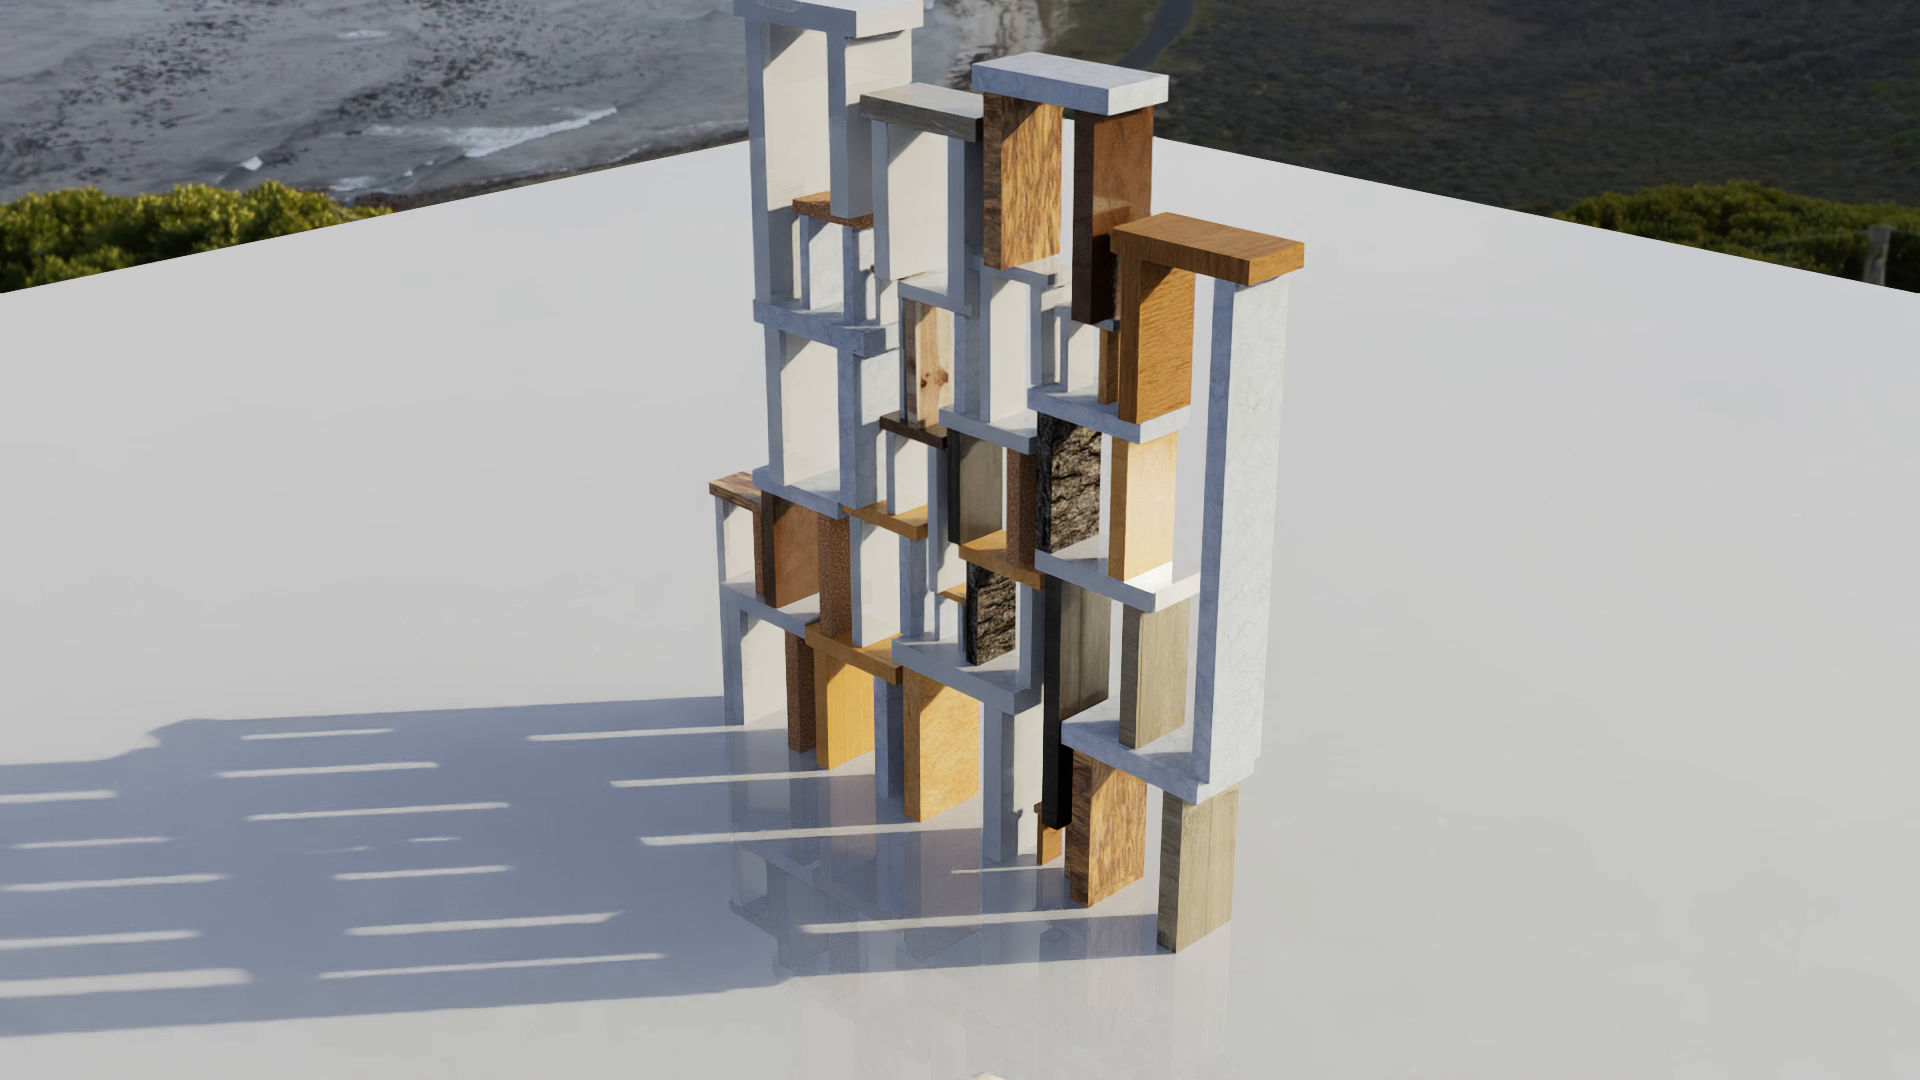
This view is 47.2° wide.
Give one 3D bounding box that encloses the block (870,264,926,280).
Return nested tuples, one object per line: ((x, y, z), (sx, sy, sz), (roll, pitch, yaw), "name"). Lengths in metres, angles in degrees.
((-0.115, -0.506, 4.137), (0.050, 0.014, 0.101), (-21, 31, -39), "block")

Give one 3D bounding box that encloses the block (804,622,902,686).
((-0.177, 0.217, 4.505), (0.272, 0.039, 0.136), (21, 31, 40), "block")

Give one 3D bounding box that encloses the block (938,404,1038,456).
((0.082, -0.214, 4.043), (0.229, 0.032, 0.114), (21, 31, 40), "block")

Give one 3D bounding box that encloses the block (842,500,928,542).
((-0.121, -0.056, 4.331), (0.107, 0.030, 0.213), (-21, 31, -40), "block")

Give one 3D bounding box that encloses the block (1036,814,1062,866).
((0.174, 0.573, 4.272), (0.054, 0.109, 0.015), (-21, 31, -41), "block")

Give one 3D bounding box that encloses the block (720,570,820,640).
((-0.370, 0.130, 4.689), (0.279, 0.040, 0.140), (21, 31, 41), "block")

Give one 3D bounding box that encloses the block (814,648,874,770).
((-0.241, 0.334, 4.625), (0.039, 0.272, 0.136), (21, 31, 41), "block")

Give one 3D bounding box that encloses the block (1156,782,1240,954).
((0.432, 0.575, 3.995), (0.046, 0.321, 0.161), (21, 31, 41), "block")

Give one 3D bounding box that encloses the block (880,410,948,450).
((-0.063, -0.215, 4.200), (0.171, 0.024, 0.085), (21, 31, 40), "block")

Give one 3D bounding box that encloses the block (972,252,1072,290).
((0.119, -0.482, 3.883), (0.091, 0.026, 0.182), (-22, 31, -40), "block")

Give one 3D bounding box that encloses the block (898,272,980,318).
((-0.014, -0.453, 4.044), (0.190, 0.027, 0.095), (22, 31, 40), "block")

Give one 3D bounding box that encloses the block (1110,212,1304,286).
((0.401, -0.476, 3.581), (0.287, 0.041, 0.144), (21, 31, 40), "block")

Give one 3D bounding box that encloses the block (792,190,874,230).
((-0.222, -0.630, 4.196), (0.186, 0.026, 0.093), (21, 30, 40), "block")

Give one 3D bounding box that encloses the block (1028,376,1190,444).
((0.258, -0.232, 3.841), (0.262, 0.037, 0.131), (21, 31, 41), "block")

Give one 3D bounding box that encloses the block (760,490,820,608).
((-0.351, 0.002, 4.608), (0.037, 0.259, 0.130), (21, 31, 41), "block")

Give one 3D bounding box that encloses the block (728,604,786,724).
((-0.436, 0.251, 4.812), (0.040, 0.279, 0.140), (21, 31, 41), "block")

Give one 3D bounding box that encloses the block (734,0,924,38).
((-0.247, -0.987, 4.082), (0.337, 0.048, 0.168), (21, 31, 40), "block")

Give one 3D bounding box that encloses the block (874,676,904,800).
((-0.113, 0.385, 4.507), (0.039, 0.272, 0.136), (21, 31, 41), "block")

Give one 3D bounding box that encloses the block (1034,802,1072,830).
((0.200, 0.525, 4.224), (0.109, 0.015, 0.054), (21, 31, 40), "block")

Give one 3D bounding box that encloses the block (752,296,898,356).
((-0.239, -0.433, 4.301), (0.321, 0.046, 0.161), (21, 31, 41), "block")

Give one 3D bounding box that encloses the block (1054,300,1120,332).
((0.235, -0.390, 3.798), (0.134, 0.019, 0.067), (21, 31, 40), "block")

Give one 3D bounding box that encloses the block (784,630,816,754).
((-0.304, 0.303, 4.691), (0.040, 0.279, 0.139), (21, 31, 41), "block")

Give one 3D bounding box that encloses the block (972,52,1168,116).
((0.182, -0.768, 3.689), (0.304, 0.043, 0.152), (21, 31, 40), "block")

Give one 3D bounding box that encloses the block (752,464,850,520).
((-0.290, -0.110, 4.494), (0.259, 0.037, 0.130), (21, 31, 40), "block")

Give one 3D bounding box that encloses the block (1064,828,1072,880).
((0.225, 0.593, 4.225), (0.015, 0.109, 0.054), (21, 31, 41), "block")

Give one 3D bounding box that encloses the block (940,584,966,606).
((-0.005, 0.100, 4.275), (0.050, 0.014, 0.100), (-21, 31, -40), "block")

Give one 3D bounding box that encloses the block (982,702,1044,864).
((0.121, 0.446, 4.281), (0.047, 0.334, 0.167), (21, 31, 41), "block")

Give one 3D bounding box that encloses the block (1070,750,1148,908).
((0.281, 0.515, 4.135), (0.046, 0.321, 0.161), (21, 31, 41), "block")

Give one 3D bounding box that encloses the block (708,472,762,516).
((-0.436, -0.098, 4.663), (0.094, 0.027, 0.187), (-21, 31, -41), "block")

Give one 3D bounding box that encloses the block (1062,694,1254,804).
((0.357, 0.376, 3.993), (0.321, 0.046, 0.161), (21, 31, 41), "block")

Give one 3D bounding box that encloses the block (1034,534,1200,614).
((0.283, 0.053, 3.937), (0.277, 0.039, 0.139), (21, 31, 41), "block")

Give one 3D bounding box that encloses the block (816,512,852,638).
((-0.228, 0.054, 4.497), (0.037, 0.267, 0.130), (21, 31, 40), "block")

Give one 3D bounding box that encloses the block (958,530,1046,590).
((0.109, 0.035, 4.123), (0.106, 0.030, 0.211), (-21, 31, -40), "block")

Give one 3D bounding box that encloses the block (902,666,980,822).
((-0.037, 0.385, 4.426), (0.047, 0.334, 0.167), (21, 31, 41), "block")

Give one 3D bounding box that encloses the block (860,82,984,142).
((-0.025, -0.765, 3.925), (0.147, 0.042, 0.293), (-22, 31, -40), "block")

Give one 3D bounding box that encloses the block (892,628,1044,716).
((0.042, 0.240, 4.280), (0.167, 0.047, 0.334), (-21, 31, -41), "block")
